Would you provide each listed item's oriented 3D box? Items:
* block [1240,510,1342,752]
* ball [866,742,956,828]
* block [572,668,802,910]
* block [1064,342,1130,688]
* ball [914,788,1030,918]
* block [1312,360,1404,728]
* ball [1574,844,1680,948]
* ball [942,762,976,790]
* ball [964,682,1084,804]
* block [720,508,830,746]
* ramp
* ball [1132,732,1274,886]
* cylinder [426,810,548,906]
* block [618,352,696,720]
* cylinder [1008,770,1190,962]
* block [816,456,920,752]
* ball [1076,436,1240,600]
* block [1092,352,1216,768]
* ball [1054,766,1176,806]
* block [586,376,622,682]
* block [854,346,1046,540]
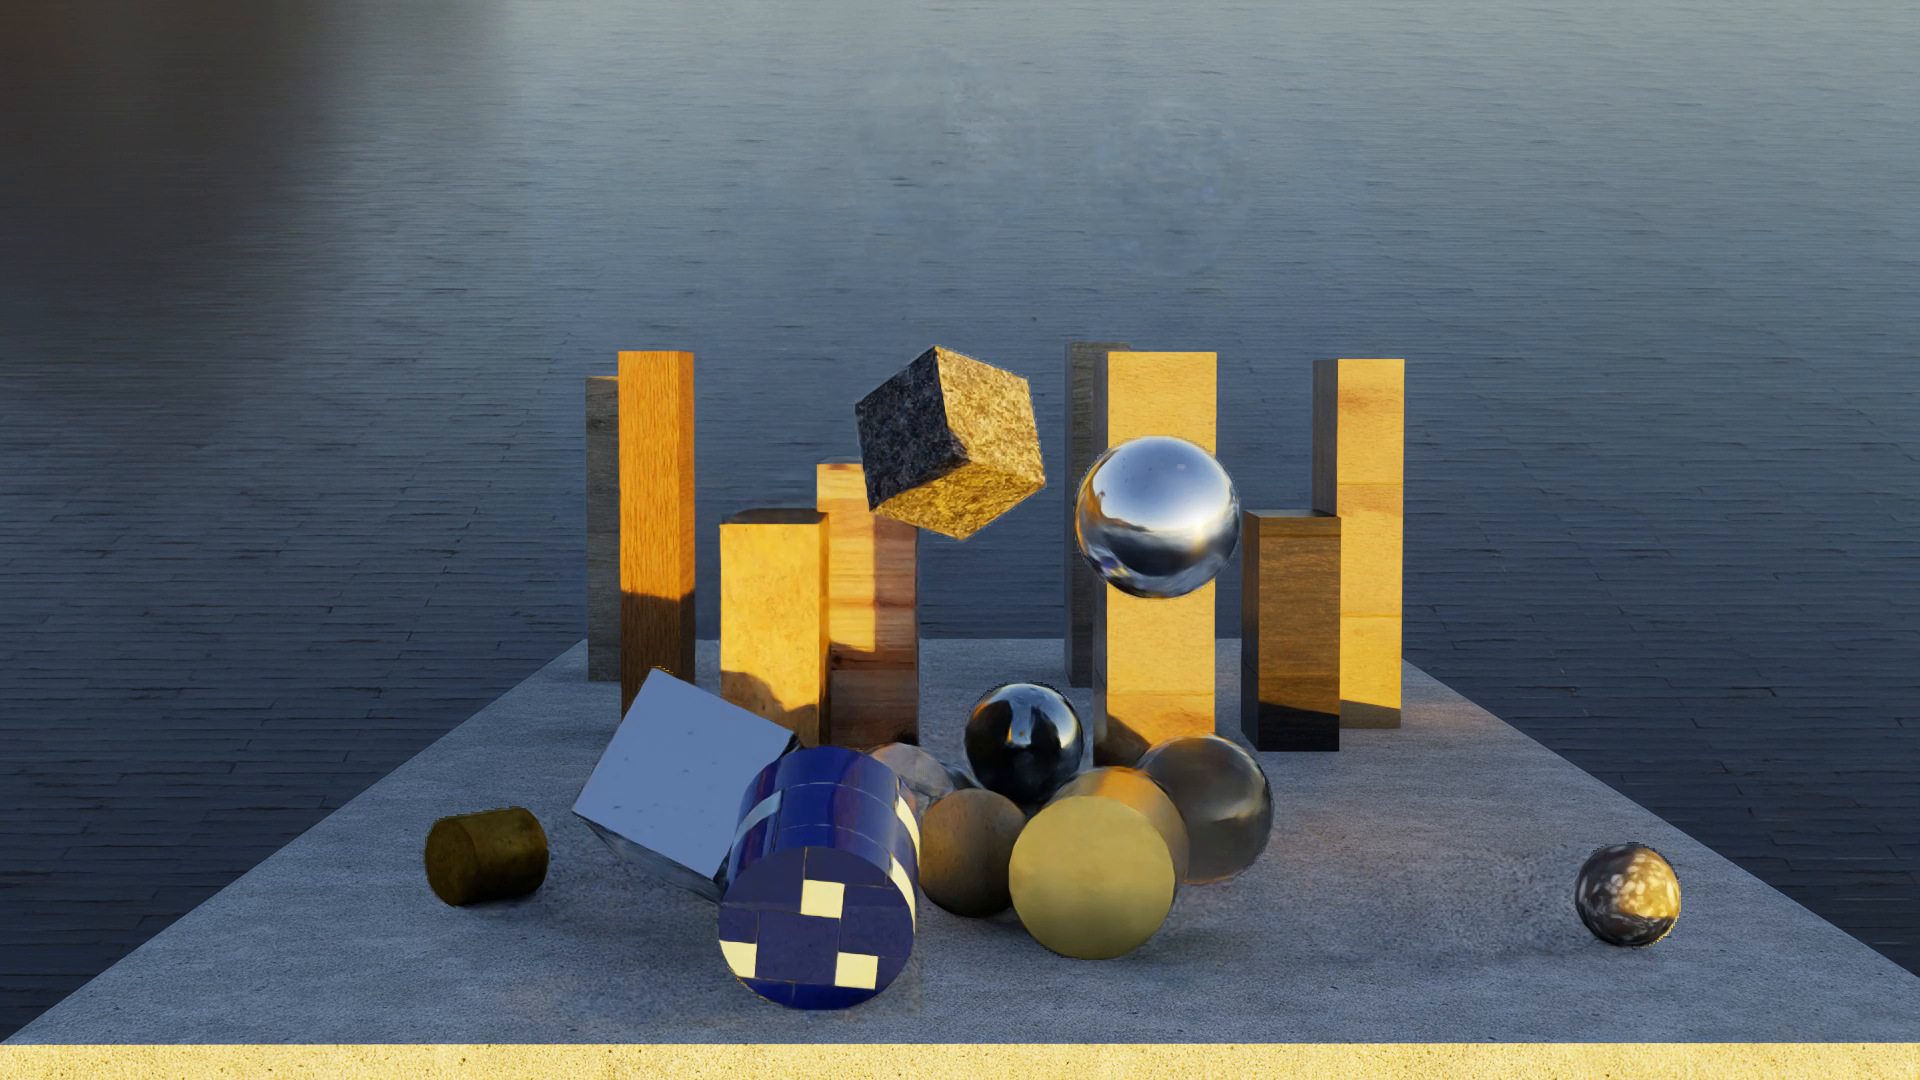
[{"bbox_3d":[0.598,0.158,4.662,0.143,0.415,0.274,0,4,0],"label":"block"},{"bbox_3d":[-0.087,0.357,3.483,0.164,0.164,0.164,0,20,0],"label":"ball"},{"bbox_3d":[-0.307,0.306,3.074,0.195,0.195,0.195,23,-17,18],"label":"block"},{"bbox_3d":[0.299,-0.064,5.654,0.120,0.737,0.390,0,4,0],"label":"block"},{"bbox_3d":[0.018,0.382,3.135,0.157,0.157,0.157,0,20,0],"label":"ball"},{"bbox_3d":[0.768,-0.002,4.985,0.123,0.694,0.337,0,4,0],"label":"block"},{"bbox_3d":[0.771,0.411,2.970,0.118,0.118,0.118,0,20,0],"label":"ball"},{"bbox_3d":[-0.029,0.372,3.640,0.114,0.114,0.114,0,20,0],"label":"ball"},{"bbox_3d":[0.099,0.315,3.981,0.187,0.187,0.187,0,20,0],"label":"ball"},{"bbox_3d":[-0.251,0.199,3.594,0.129,0.465,0.418,0,4,0],"label":"block"},{"bbox_3d":[0.047,0.424,4.534,2.000,0.100,4.000,0,4,0],"label":"ramp"},{"bbox_3d":[0.307,0.349,3.333,0.198,0.198,0.198,0,20,0],"label":"ball"},{"bbox_3d":[-0.596,0.399,3.239,0.109,0.109,0.109,19,14,42],"label":"cylinder"},{"bbox_3d":[-0.553,0.010,4.711,0.106,0.707,0.271,0,4,0],"label":"block"},{"bbox_3d":[0.164,0.375,2.982,0.189,0.189,0.189,4,4,10],"label":"cylinder"},{"bbox_3d":[-0.134,0.147,3.863,0.141,0.536,0.366,0,4,0],"label":"block"},{"bbox_3d":[0.198,-0.022,2.579,0.165,0.165,0.165,0,20,0],"label":"ball"},{"bbox_3d":[0.271,0.082,3.646,0.144,0.691,0.377,0,4,0],"label":"block"},{"bbox_3d":[0.189,0.369,3.187,0.178,0.178,0.178,0,20,0],"label":"ball"},{"bbox_3d":[-0.770,-0.030,5.705,0.084,0.664,0.242,0,4,0],"label":"block"},{"bbox_3d":[-0.012,-0.108,2.901,0.141,0.141,0.141,17,-37,-39],"label":"block"}]
